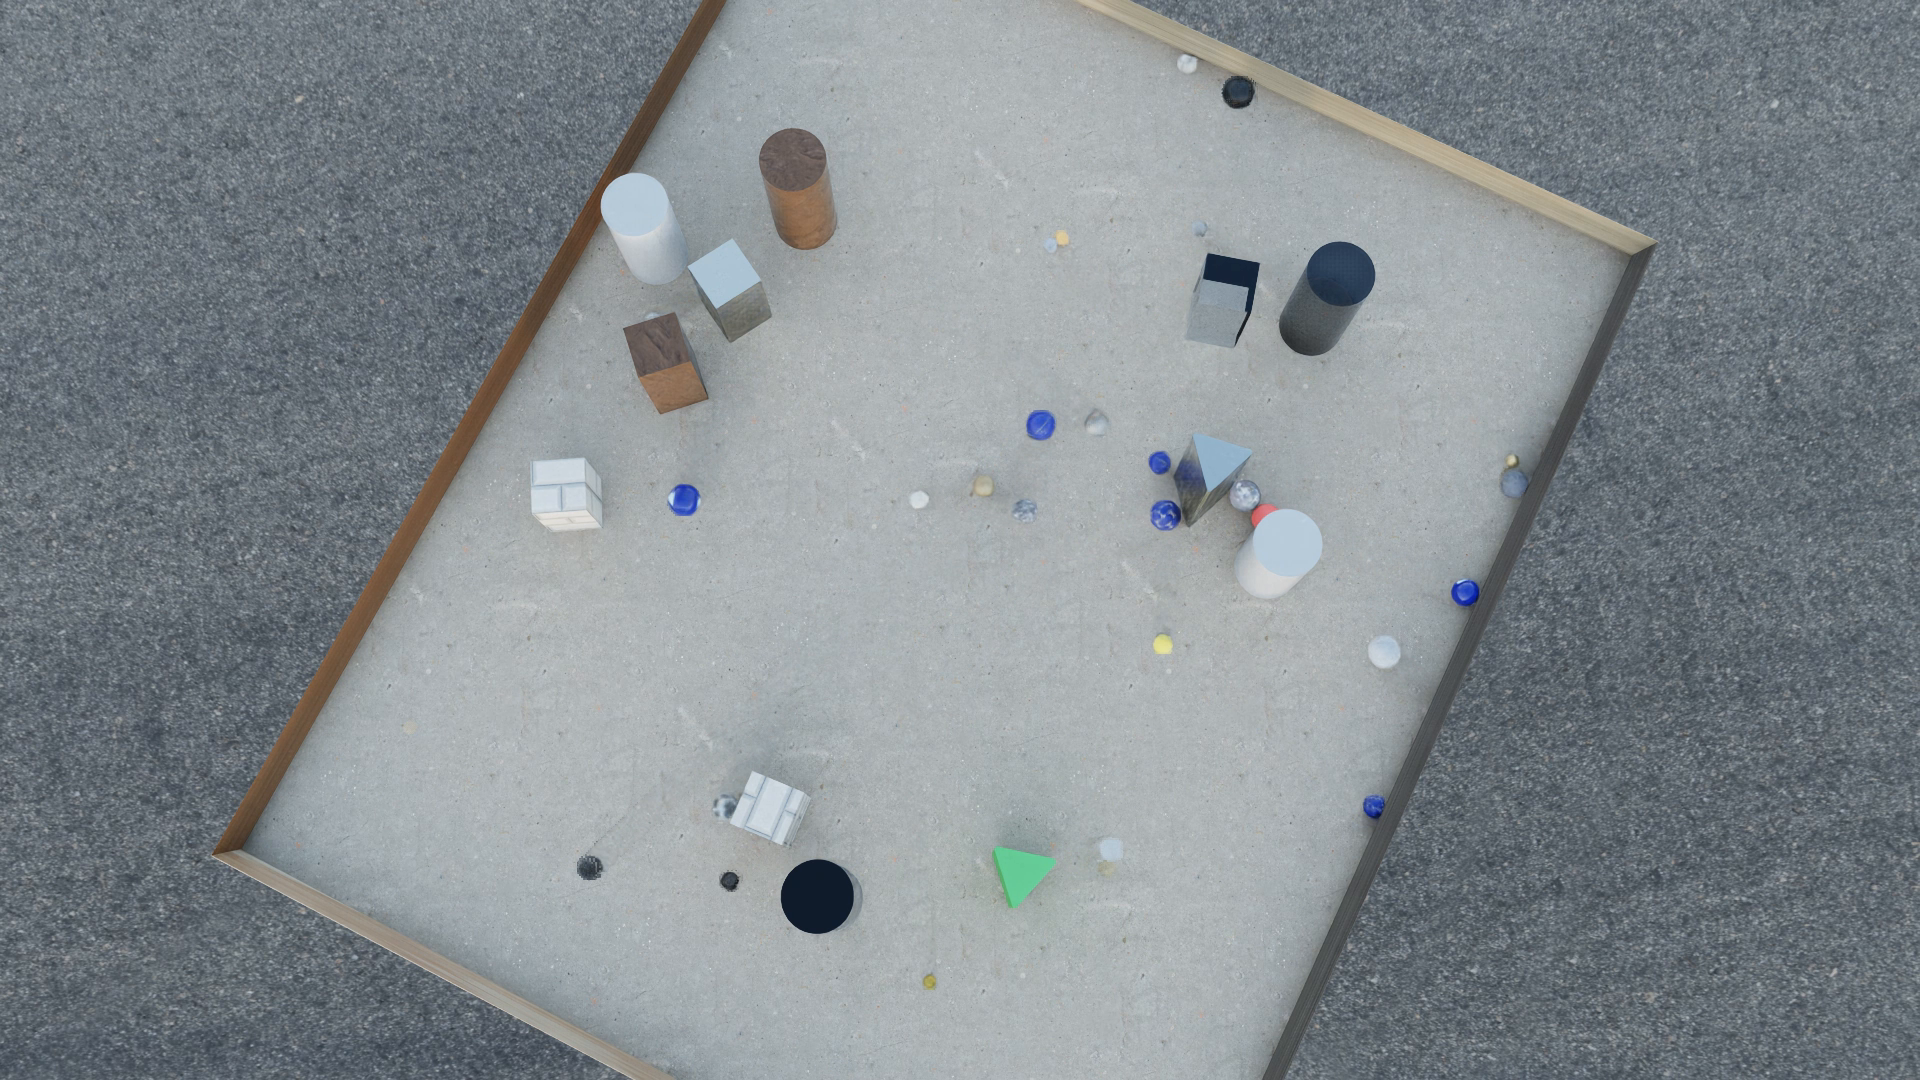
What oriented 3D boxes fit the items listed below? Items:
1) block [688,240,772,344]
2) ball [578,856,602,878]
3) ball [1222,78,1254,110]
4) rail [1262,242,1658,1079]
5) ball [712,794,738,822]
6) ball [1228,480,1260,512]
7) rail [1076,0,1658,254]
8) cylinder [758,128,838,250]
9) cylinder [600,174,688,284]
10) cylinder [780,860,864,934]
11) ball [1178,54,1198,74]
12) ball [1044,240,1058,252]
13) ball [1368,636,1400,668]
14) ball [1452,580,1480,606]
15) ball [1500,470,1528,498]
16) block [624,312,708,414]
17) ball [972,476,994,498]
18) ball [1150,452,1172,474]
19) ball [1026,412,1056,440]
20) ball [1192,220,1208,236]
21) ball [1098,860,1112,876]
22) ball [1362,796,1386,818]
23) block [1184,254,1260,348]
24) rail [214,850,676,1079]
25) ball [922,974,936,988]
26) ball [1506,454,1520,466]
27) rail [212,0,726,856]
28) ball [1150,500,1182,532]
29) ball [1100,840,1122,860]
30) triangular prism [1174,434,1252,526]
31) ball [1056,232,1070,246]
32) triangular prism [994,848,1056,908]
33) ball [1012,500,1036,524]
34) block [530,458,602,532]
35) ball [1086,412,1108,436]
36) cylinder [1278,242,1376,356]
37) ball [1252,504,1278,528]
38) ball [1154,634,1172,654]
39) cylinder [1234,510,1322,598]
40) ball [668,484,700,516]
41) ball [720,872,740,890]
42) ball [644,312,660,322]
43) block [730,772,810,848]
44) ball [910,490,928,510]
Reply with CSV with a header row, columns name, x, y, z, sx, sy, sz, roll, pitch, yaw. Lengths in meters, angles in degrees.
name,x,y,z,sx,sy,sz,roll,pitch,yaw
block,-0.699,-0.757,5.602,0.159,0.336,0.159,-34,80,-7
ball,-1.086,0.961,5.383,0.067,0.067,0.067,0,78,0
ball,0.891,-1.429,5.862,0.098,0.098,0.098,0,78,0
rail,1.337,0.661,5.413,0.045,0.129,3.616,26,80,5
ball,-0.692,0.790,5.412,0.081,0.081,0.081,0,78,0
ball,0.870,-0.135,5.595,0.097,0.097,0.097,0,78,0
rail,0.798,-1.556,5.872,3.036,0.129,0.045,26,80,5
cylinder,-0.490,-1.064,5.593,0.198,0.477,0.198,0,78,0
cylinder,-0.958,-0.945,5.598,0.198,0.419,0.198,0,78,0
cylinder,-0.384,1.008,5.169,0.198,0.469,0.198,0,78,0
ball,0.735,-1.534,5.901,0.065,0.065,0.065,0,78,0
ball,0.288,-0.930,5.789,0.040,0.040,0.040,0,78,0
ball,1.274,0.338,5.498,0.095,0.095,0.095,0,78,0
ball,1.528,0.160,5.541,0.084,0.084,0.084,0,78,0
ball,1.697,-0.173,5.609,0.085,0.085,0.085,0,78,0
block,-0.882,-0.528,5.524,0.159,0.395,0.159,-18,79,-4
ball,0.072,-0.165,5.616,0.067,0.067,0.067,0,78,0
ball,0.615,-0.234,5.631,0.068,0.068,0.068,0,78,0
ball,0.249,-0.351,5.643,0.090,0.090,0.090,0,78,0
ball,0.759,-0.985,5.795,0.049,0.049,0.049,0,78,0
ball,0.428,0.966,5.395,0.043,0.043,0.043,0,78,0
ball,1.225,0.789,5.419,0.067,0.067,0.067,0,78,0
block,0.796,-0.725,5.589,0.159,0.348,0.159,11,79,2
rail,-0.798,1.570,5.225,3.036,0.129,0.045,26,80,5
ball,-0.089,1.284,5.330,0.041,0.041,0.041,0,78,0
ball,1.702,-0.247,5.647,0.040,0.040,0.040,0,78,0
rail,-1.337,-0.648,5.684,0.045,0.129,3.616,26,80,5
ball,0.628,-0.074,5.584,0.095,0.095,0.095,0,78,0
ball,0.444,0.913,5.396,0.061,0.061,0.061,0,78,0
triangular prism,0.712,-0.198,5.409,0.172,0.487,0.149,-42,81,-8
ball,0.326,-0.952,5.792,0.042,0.042,0.042,0,78,0
triangular prism,0.152,0.936,5.235,0.149,0.368,0.172,42,81,8
ball,0.195,-0.088,5.597,0.073,0.073,0.073,0,78,0
block,-1.181,-0.134,5.513,0.159,0.257,0.159,-4,78,-1
ball,0.423,-0.358,5.653,0.073,0.073,0.073,0,78,0
cylinder,1.101,-0.721,5.525,0.198,0.472,0.198,0,78,0
ball,0.933,-0.067,5.585,0.089,0.089,0.089,0,78,0
ball,0.612,0.313,5.523,0.057,0.057,0.057,0,78,0
cylinder,0.937,0.045,5.421,0.198,0.365,0.198,0,78,0
ball,-0.840,-0.124,5.592,0.098,0.098,0.098,0,78,0
ball,-0.676,1.001,5.382,0.053,0.053,0.053,0,78,0
ball,-0.959,-0.684,5.731,0.054,0.054,0.054,0,78,0
block,-0.547,0.785,5.320,0.159,0.262,0.159,22,79,4
ball,-0.126,-0.123,5.614,0.056,0.056,0.056,0,78,0
